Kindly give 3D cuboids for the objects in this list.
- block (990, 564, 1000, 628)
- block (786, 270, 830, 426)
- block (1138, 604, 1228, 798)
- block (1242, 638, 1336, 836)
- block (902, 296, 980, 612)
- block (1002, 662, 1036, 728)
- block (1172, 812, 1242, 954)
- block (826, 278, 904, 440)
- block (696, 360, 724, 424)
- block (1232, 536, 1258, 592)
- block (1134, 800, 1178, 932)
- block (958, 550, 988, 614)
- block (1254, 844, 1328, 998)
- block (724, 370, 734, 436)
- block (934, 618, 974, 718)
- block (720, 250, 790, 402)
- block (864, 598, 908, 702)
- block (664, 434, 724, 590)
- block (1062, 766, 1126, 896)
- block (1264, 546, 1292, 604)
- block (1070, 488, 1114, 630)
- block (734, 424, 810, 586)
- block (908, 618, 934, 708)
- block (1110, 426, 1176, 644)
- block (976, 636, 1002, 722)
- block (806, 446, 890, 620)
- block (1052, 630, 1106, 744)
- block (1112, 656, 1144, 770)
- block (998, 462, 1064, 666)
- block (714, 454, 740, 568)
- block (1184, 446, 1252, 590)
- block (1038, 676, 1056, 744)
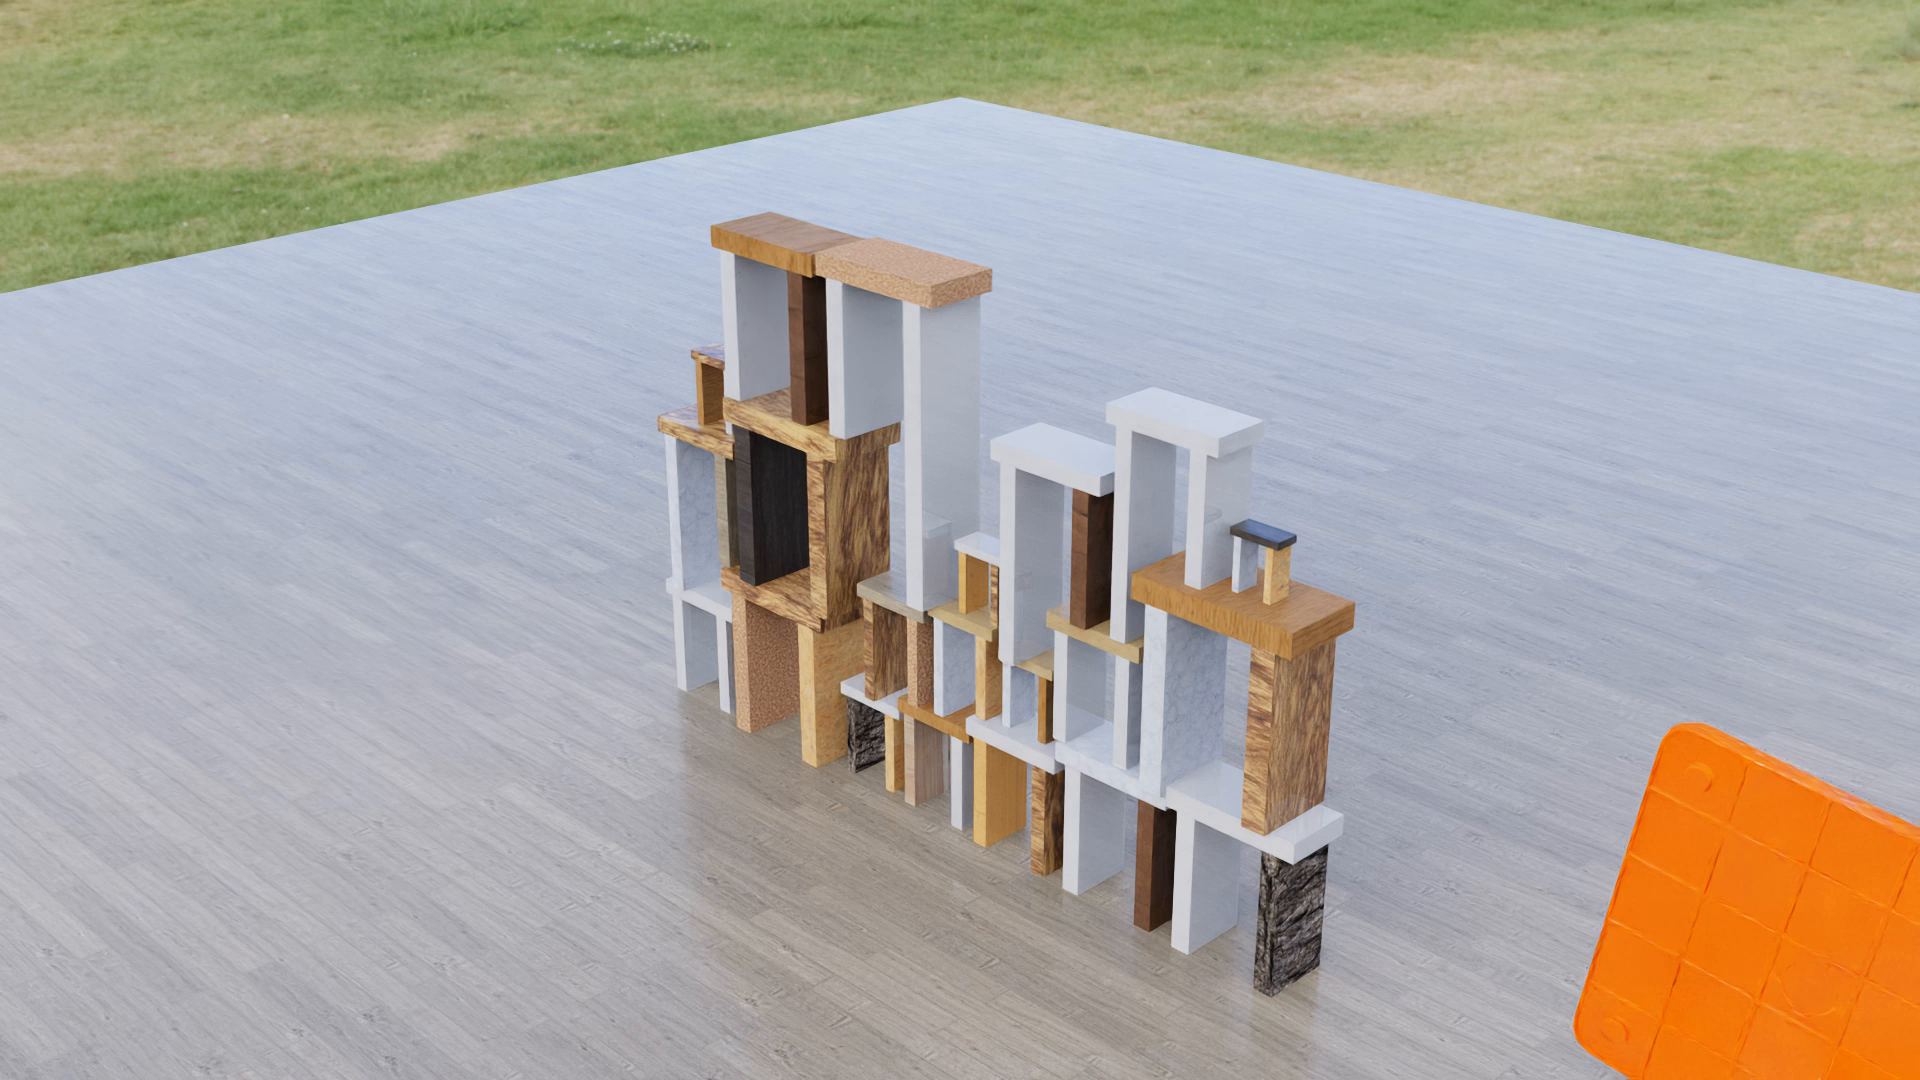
[{"bbox_3d":[0.086,0.096,4.179,0.063,0.127,0.018,-21,31,-41],"label":"block"},{"bbox_3d":[-0.263,-0.393,4.334,0.154,0.309,0.044,-21,31,-40],"label":"block"},{"bbox_3d":[0.398,0.260,3.902,0.049,0.362,0.172,21,31,41],"label":"block"},{"bbox_3d":[0.561,0.316,3.749,0.049,0.345,0.172,21,31,41],"label":"block"},{"bbox_3d":[-0.033,-0.171,4.187,0.045,0.614,0.158,21,31,41],"label":"block"},{"bbox_3d":[0.113,0.286,4.227,0.020,0.140,0.070,21,31,41],"label":"block"},{"bbox_3d":[0.449,0.597,3.991,0.040,0.283,0.141,21,31,41],"label":"block"},{"bbox_3d":[-0.183,-0.367,4.265,0.158,0.315,0.045,-21,31,-40],"label":"block"},{"bbox_3d":[-0.524,-0.321,4.660,0.070,0.140,0.020,-21,31,-41],"label":"block"},{"bbox_3d":[0.483,0.035,3.717,0.014,0.101,0.050,21,31,41],"label":"block"},{"bbox_3d":[0.383,0.577,4.058,0.038,0.267,0.134,21,31,41],"label":"block"},{"bbox_3d":[0.027,0.073,4.234,0.063,0.127,0.018,-21,31,-40],"label":"block"},{"bbox_3d":[0.583,0.649,3.868,0.040,0.283,0.141,21,31,41],"label":"block"},{"bbox_3d":[-0.459,-0.295,4.599,0.070,0.139,0.020,-21,31,-41],"label":"block"},{"bbox_3d":[-0.012,0.239,4.338,0.025,0.210,0.087,21,31,41],"label":"block"},{"bbox_3d":[-0.407,-0.450,4.469,0.154,0.309,0.044,-21,31,-40],"label":"block"},{"bbox_3d":[-0.151,0.209,4.472,0.027,0.223,0.095,21,31,41],"label":"block"},{"bbox_3d":[-0.575,-0.075,4.810,0.126,0.359,0.036,-21,31,-41],"label":"block"},{"bbox_3d":[0.257,0.528,4.174,0.038,0.267,0.134,21,31,41],"label":"block"},{"bbox_3d":[0.530,0.053,3.673,0.014,0.101,0.050,21,31,41],"label":"block"},{"bbox_3d":[0.258,0.017,3.951,0.037,0.265,0.132,21,31,40],"label":"block"},{"bbox_3d":[-0.382,-0.093,4.594,0.174,0.347,0.049,-21,31,-40],"label":"block"},{"bbox_3d":[-0.061,0.230,4.383,0.027,0.191,0.095,21,31,41],"label":"block"},{"bbox_3d":[0.323,-0.023,3.867,0.035,0.403,0.123,21,31,41],"label":"block"},{"bbox_3d":[0.071,0.255,4.256,0.025,0.175,0.087,21,31,41],"label":"block"},{"bbox_3d":[-0.223,-0.028,4.440,0.174,0.347,0.049,-21,30,-40],"label":"block"},{"bbox_3d":[0.224,0.256,4.091,0.031,0.222,0.111,21,31,41],"label":"block"},{"bbox_3d":[0.329,0.297,3.995,0.031,0.222,0.111,21,31,41],"label":"block"},{"bbox_3d":[0.133,0.030,4.092,0.037,0.398,0.132,21,31,41],"label":"block"},{"bbox_3d":[-0.457,-0.078,4.681,0.126,0.252,0.036,-21,31,-40],"label":"block"},{"bbox_3d":[0.438,-0.049,3.729,0.035,0.246,0.123,21,31,41],"label":"block"},{"bbox_3d":[0.179,0.311,4.167,0.020,0.139,0.070,21,31,41],"label":"block"}]
